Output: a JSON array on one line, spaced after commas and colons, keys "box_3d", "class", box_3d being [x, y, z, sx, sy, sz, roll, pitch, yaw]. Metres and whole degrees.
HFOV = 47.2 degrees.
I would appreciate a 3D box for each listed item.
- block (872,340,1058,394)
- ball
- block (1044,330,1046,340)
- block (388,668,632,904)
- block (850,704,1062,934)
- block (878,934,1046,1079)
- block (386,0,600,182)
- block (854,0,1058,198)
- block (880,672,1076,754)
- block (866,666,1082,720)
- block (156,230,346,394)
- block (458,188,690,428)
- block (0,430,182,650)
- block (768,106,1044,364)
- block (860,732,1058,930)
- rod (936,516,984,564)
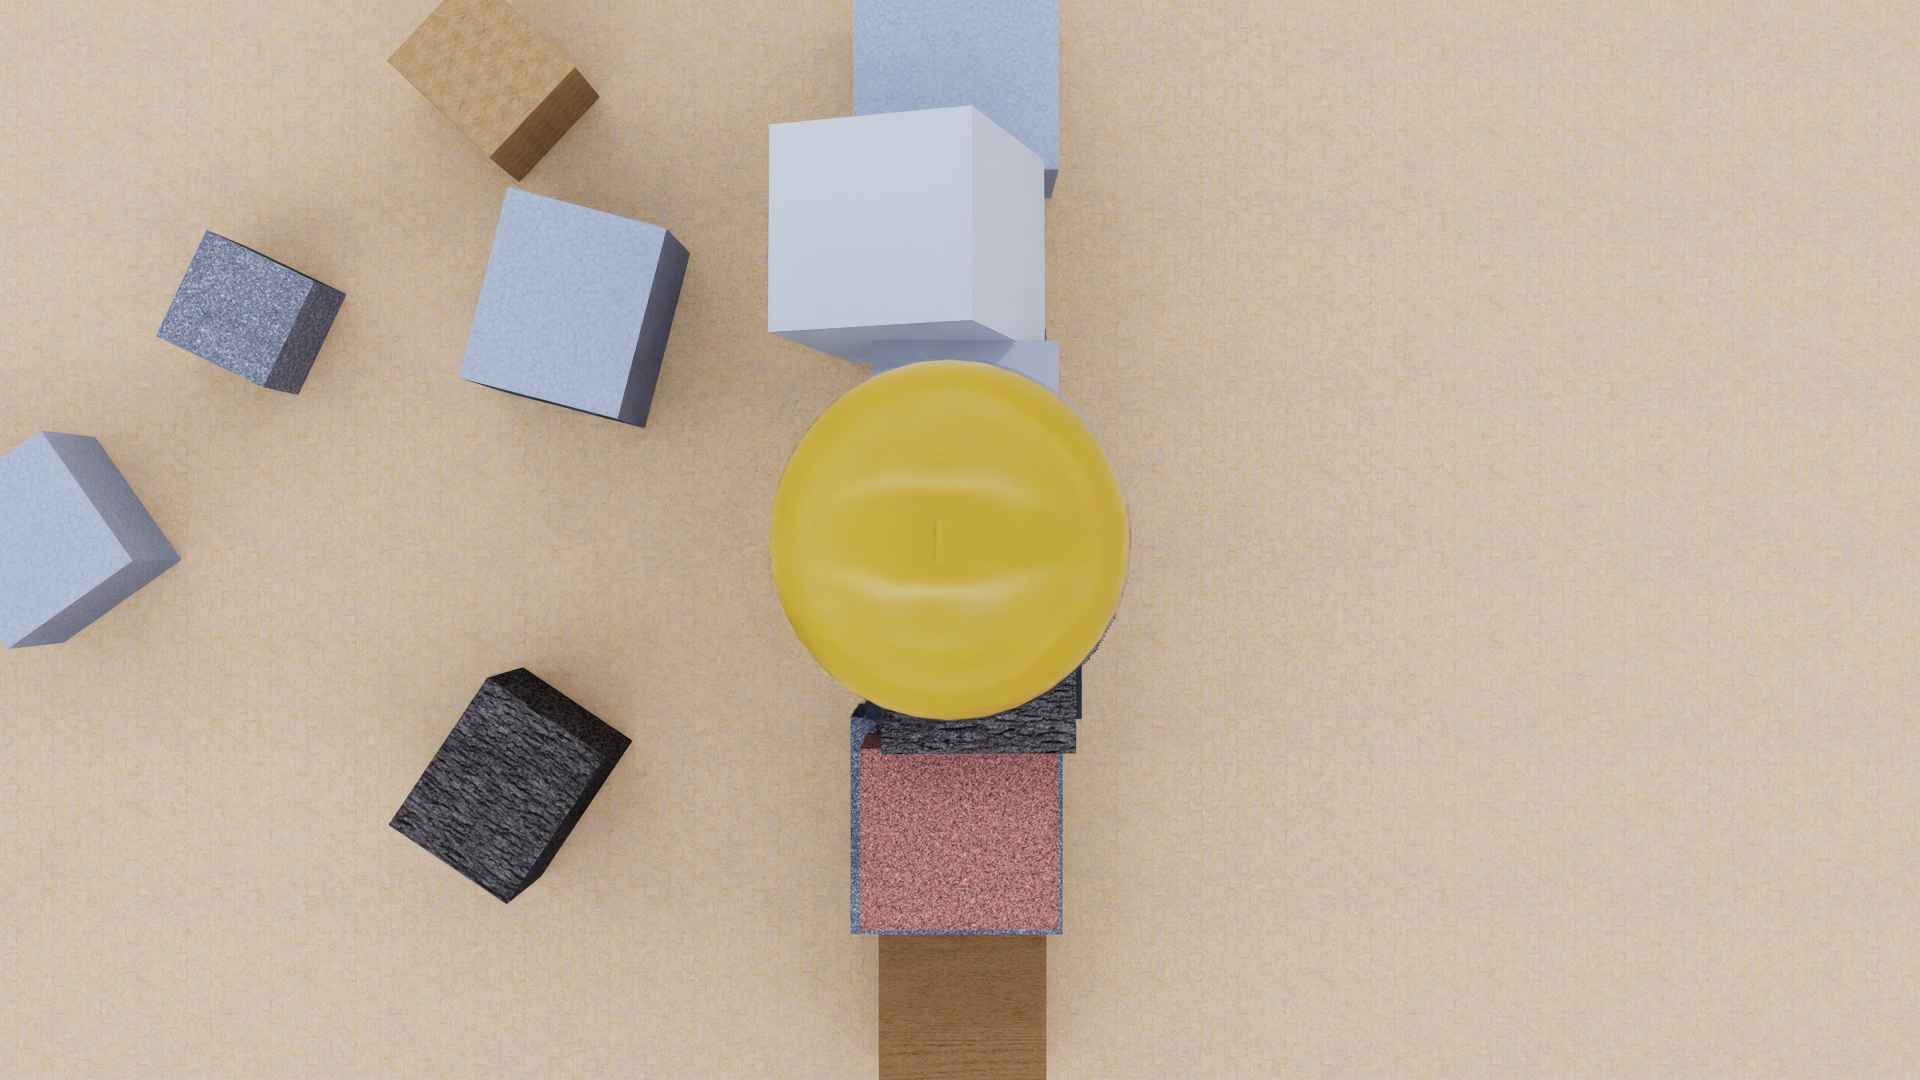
[{"box_3d": [0.028, -0.483, 11.510, 0.949, 0.814, 0.901, 0, 76, 0], "class": "block"}, {"box_3d": [-0.045, 0.000, 9.733, 1.600, 1.600, 1.600, 0, 90, 0], "class": "ball"}, {"box_3d": [0.010, -0.678, 12.513, 0.926, 0.975, 0.948, 0, 90, 0], "class": "block"}, {"box_3d": [-2.530, 1.371, 12.506, 0.780, 0.987, 0.970, 34, 90, 0], "class": "block"}, {"box_3d": [-0.018, 1.562, 12.510, 1.160, 0.981, 1.188, 0, 90, 0], "class": "block"}, {"box_3d": [0.014, 2.627, 12.590, 0.929, 0.820, 0.925, 0, 90, 0], "class": "block"}, {"box_3d": [-2.651, -2.635, 12.583, 0.781, 0.835, 0.694, 43, 90, 0], "class": "block"}, {"box_3d": [-0.019, -2.557, 12.491, 1.115, 1.018, 1.077, 0, 90, 0], "class": "block"}, {"box_3d": [0.090, 0.554, 11.336, 0.961, 1.033, 0.998, 0, 90, 0], "class": "block"}, {"box_3d": [0.074, 0.395, 12.426, 1.163, 1.148, 1.144, 0, 90, 0], "class": "block"}, {"box_3d": [-4.070, -1.300, 12.672, 0.669, 0.656, 0.661, 26, 90, 0], "class": "block"}, {"box_3d": [-2.160, -1.289, 12.478, 0.892, 1.045, 1.071, 15, 90, 0], "class": "block"}, {"box_3d": [-5.205, -0.001, 12.612, 0.853, 0.775, 0.888, -35, 90, 0], "class": "block"}, {"box_3d": [-0.253, -1.535, 11.359, 1.076, 1.165, 1.050, -1, 86, 20], "class": "block"}, {"box_3d": [-0.003, 1.511, 11.563, 1.001, 0.913, 0.915, 0, 90, 0], "class": "block"}, {"box_3d": [-0.019, 0.000, 6.333, 0.080, 5.200, 0.080, 0, 90, 0], "class": "rod"}]
